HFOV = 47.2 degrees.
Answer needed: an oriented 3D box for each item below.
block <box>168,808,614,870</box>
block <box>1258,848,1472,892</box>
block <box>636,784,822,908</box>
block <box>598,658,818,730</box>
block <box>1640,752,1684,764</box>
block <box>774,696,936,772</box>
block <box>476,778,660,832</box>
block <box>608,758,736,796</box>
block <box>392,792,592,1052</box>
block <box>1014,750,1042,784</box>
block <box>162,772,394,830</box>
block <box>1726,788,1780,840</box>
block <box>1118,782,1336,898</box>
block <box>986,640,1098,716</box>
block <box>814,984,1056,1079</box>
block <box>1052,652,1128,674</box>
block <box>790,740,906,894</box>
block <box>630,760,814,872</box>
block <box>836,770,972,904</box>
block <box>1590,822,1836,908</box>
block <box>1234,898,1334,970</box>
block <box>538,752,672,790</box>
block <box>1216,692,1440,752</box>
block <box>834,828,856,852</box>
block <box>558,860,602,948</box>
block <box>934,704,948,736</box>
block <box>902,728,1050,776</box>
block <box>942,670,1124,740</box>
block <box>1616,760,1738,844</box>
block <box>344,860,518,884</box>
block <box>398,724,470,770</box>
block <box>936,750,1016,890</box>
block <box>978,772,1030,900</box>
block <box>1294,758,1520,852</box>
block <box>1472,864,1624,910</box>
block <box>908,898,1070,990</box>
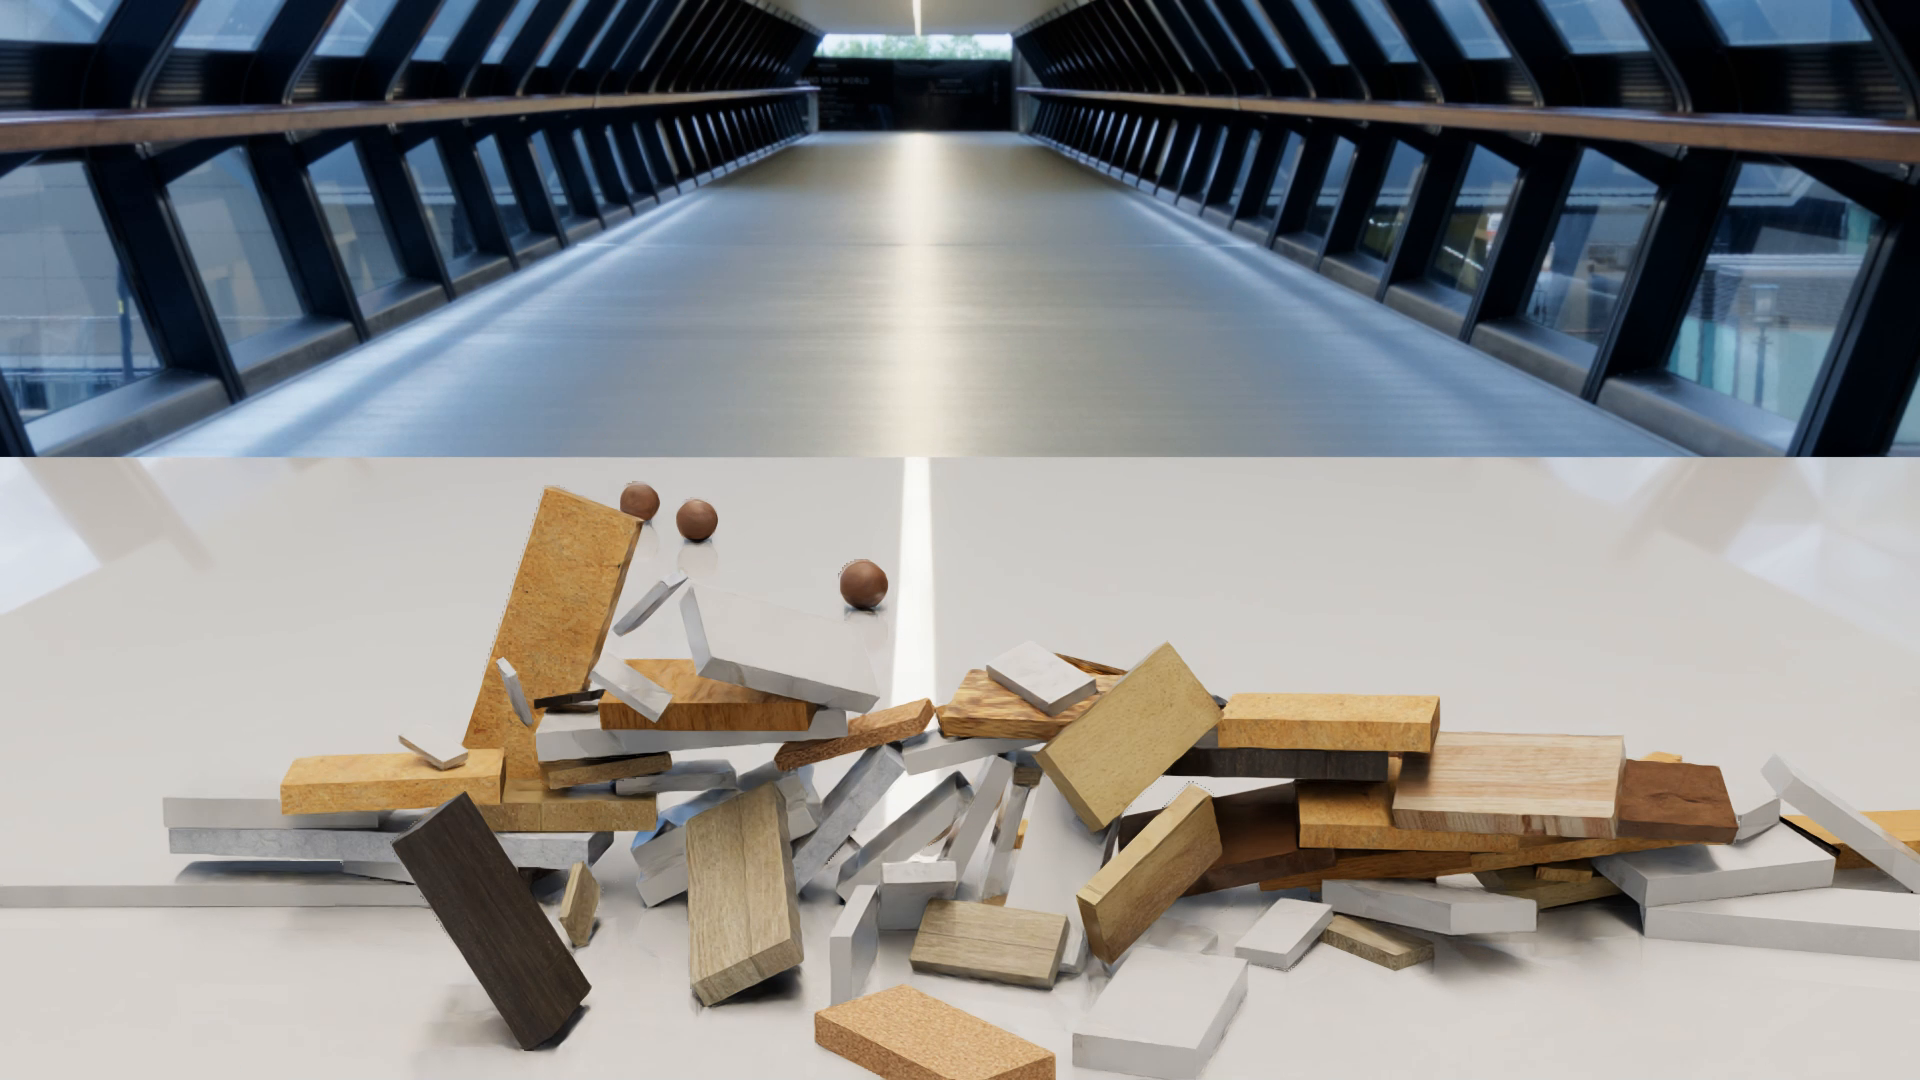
[{"bbox_3d":[-0.942,0.488,3.667,0.701,0.049,0.174,2,8,5],"label":"block"},{"bbox_3d":[0.665,0.487,3.650,0.344,0.049,0.172,-9,32,13],"label":"block"},{"bbox_3d":[-0.383,0.503,3.664,0.309,0.044,0.154,-25,10,3],"label":"block"},{"bbox_3d":[-0.405,0.253,3.626,0.342,0.048,0.171,-1,22,7],"label":"block"},{"bbox_3d":[1.394,0.447,4.397,0.056,0.016,0.112,9,14,41],"label":"block"},{"bbox_3d":[-0.175,0.324,3.666,0.259,0.029,0.102,-17,11,15],"label":"block"},{"bbox_3d":[-0.680,0.441,3.669,0.348,0.049,0.174,0,7,-5],"label":"block"},{"bbox_3d":[-0.486,0.399,3.712,0.203,0.029,0.102,-1,7,-16],"label":"block"},{"bbox_3d":[-0.656,0.534,3.101,0.048,0.341,0.171,-30,5,14],"label":"block"},{"bbox_3d":[0.192,0.378,3.634,0.202,0.029,0.101,2,11,3],"label":"block"},{"bbox_3d":[-1.126,0.434,3.673,0.348,0.049,0.174,1,8,-1],"label":"block"},{"bbox_3d":[1.204,0.442,3.704,0.298,0.042,0.149,7,12,43],"label":"block"},{"bbox_3d":[0.436,0.500,3.641,0.344,0.049,0.172,-12,32,6],"label":"block"},{"bbox_3d":[0.131,0.223,3.565,0.090,0.026,0.181,-27,32,-25],"label":"block"},{"bbox_3d":[-0.038,0.692,2.995,0.160,0.045,0.320,-9,14,-40],"label":"block"},{"bbox_3d":[0.235,0.229,3.703,0.216,0.031,0.108,13,2,25],"label":"block"},{"bbox_3d":[-0.206,0.460,3.649,0.044,0.309,0.154,40,7,-8],"label":"block"},{"bbox_3d":[-0.399,0.452,3.710,0.309,0.044,0.154,-25,10,5],"label":"block"},{"bbox_3d":[-0.092,0.493,3.650,0.260,0.037,0.130,-40,7,8],"label":"block"},{"bbox_3d":[1.220,0.520,3.580,0.346,0.049,0.173,-3,18,-16],"label":"block"},{"bbox_3d":[0.504,0.610,3.416,0.088,0.025,0.176,3,19,33],"label":"block"},{"bbox_3d":[-0.592,0.375,3.670,0.203,0.029,0.102,-8,9,-19],"label":"block"},{"bbox_3d":[0.598,0.293,3.559,0.337,0.048,0.168,0,11,17],"label":"block"},{"bbox_3d":[-0.245,0.532,3.922,0.075,0.021,0.149,3,11,17],"label":"block"},{"bbox_3d":[-0.598,0.573,3.461,0.018,0.064,0.128,-18,30,13],"label":"block"},{"bbox_3d":[0.070,0.276,3.671,0.216,0.031,0.108,-15,7,-4],"label":"block"},{"bbox_3d":[0.037,0.326,3.631,0.260,0.037,0.130,-14,8,1],"label":"block"},{"bbox_3d":[0.121,0.267,3.556,0.268,0.038,0.134,1,31,22],"label":"block"},{"bbox_3d":[1.077,0.409,3.471,0.265,0.037,0.132,4,41,-1],"label":"block"},{"bbox_3d":[-0.879,0.534,3.656,0.256,0.036,0.128,4,9,21],"label":"block"},{"bbox_3d":[-0.864,0.339,3.610,0.109,0.015,0.054,25,31,29],"label":"block"},{"bbox_3d":[0.021,0.463,3.652,0.037,0.260,0.130,25,9,-2],"label":"block"},{"bbox_3d":[0.073,0.490,3.650,0.029,0.203,0.101,15,10,-3],"label":"block"},{"bbox_3d":[0.722,0.428,3.578,0.344,0.049,0.172,1,33,4],"label":"block"},{"bbox_3d":[1.018,0.531,3.672,0.324,0.046,0.162,-7,31,-17],"label":"block"},{"bbox_3d":[0.045,0.607,3.318,0.221,0.031,0.111,4,49,21],"label":"block"}]
